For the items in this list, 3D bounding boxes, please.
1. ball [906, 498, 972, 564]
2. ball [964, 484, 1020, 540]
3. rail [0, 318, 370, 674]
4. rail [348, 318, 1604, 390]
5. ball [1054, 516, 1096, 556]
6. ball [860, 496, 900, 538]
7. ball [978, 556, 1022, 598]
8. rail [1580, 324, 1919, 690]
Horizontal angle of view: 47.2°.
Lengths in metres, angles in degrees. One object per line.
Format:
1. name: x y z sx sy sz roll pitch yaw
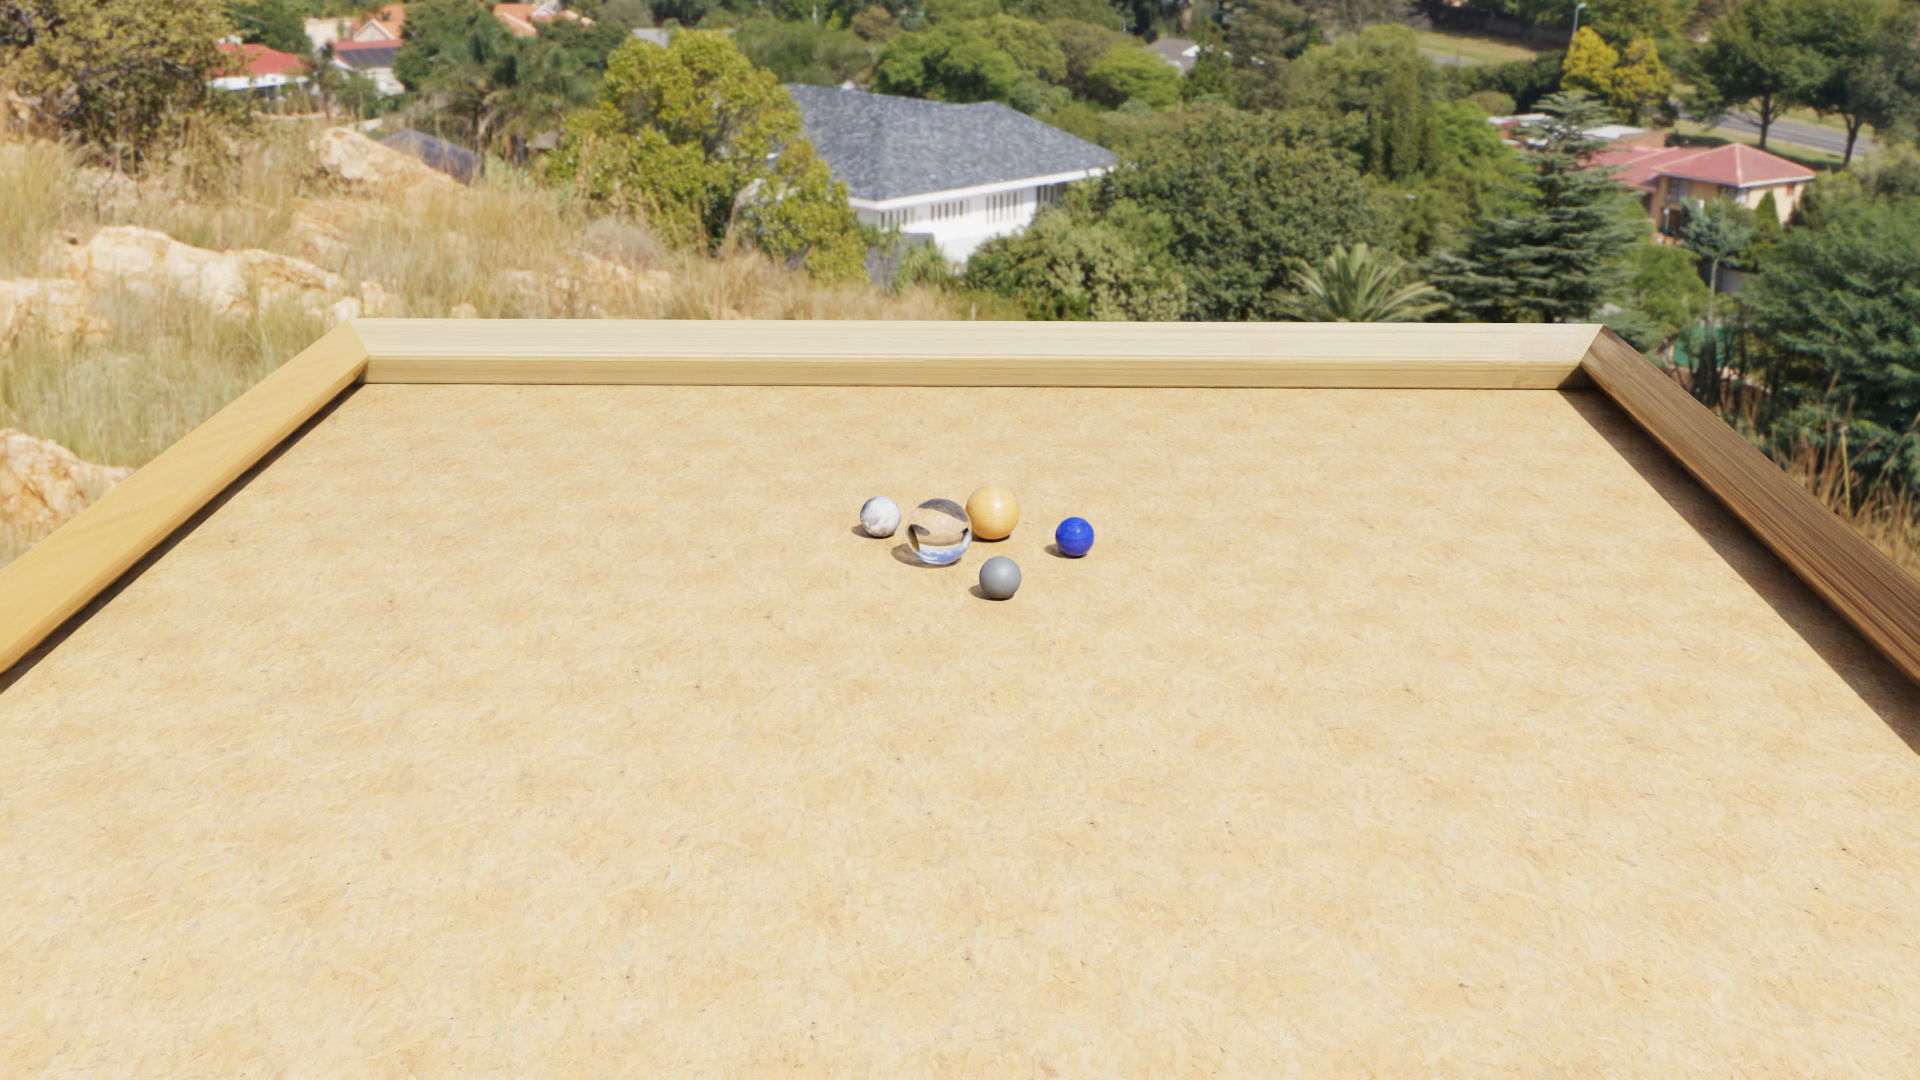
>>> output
1. ball: -0.026 -0.010 2.679 0.082 0.082 0.082 0 18 0
2. ball: 0.041 -0.035 2.775 0.070 0.070 0.070 0 18 0
3. rail: -1.005 0.249 1.824 0.045 0.106 3.651 0 18 1
4. rail: 0.019 -0.293 3.521 2.019 0.106 0.045 0 18 1
5. ball: 0.142 -0.004 2.712 0.050 0.050 0.050 0 18 0
6. ball: -0.101 -0.030 2.788 0.052 0.052 0.052 0 18 0
7. ball: 0.047 0.044 2.562 0.050 0.050 0.050 0 18 0
8. rail: 0.966 0.262 1.784 0.045 0.106 3.651 0 18 1
